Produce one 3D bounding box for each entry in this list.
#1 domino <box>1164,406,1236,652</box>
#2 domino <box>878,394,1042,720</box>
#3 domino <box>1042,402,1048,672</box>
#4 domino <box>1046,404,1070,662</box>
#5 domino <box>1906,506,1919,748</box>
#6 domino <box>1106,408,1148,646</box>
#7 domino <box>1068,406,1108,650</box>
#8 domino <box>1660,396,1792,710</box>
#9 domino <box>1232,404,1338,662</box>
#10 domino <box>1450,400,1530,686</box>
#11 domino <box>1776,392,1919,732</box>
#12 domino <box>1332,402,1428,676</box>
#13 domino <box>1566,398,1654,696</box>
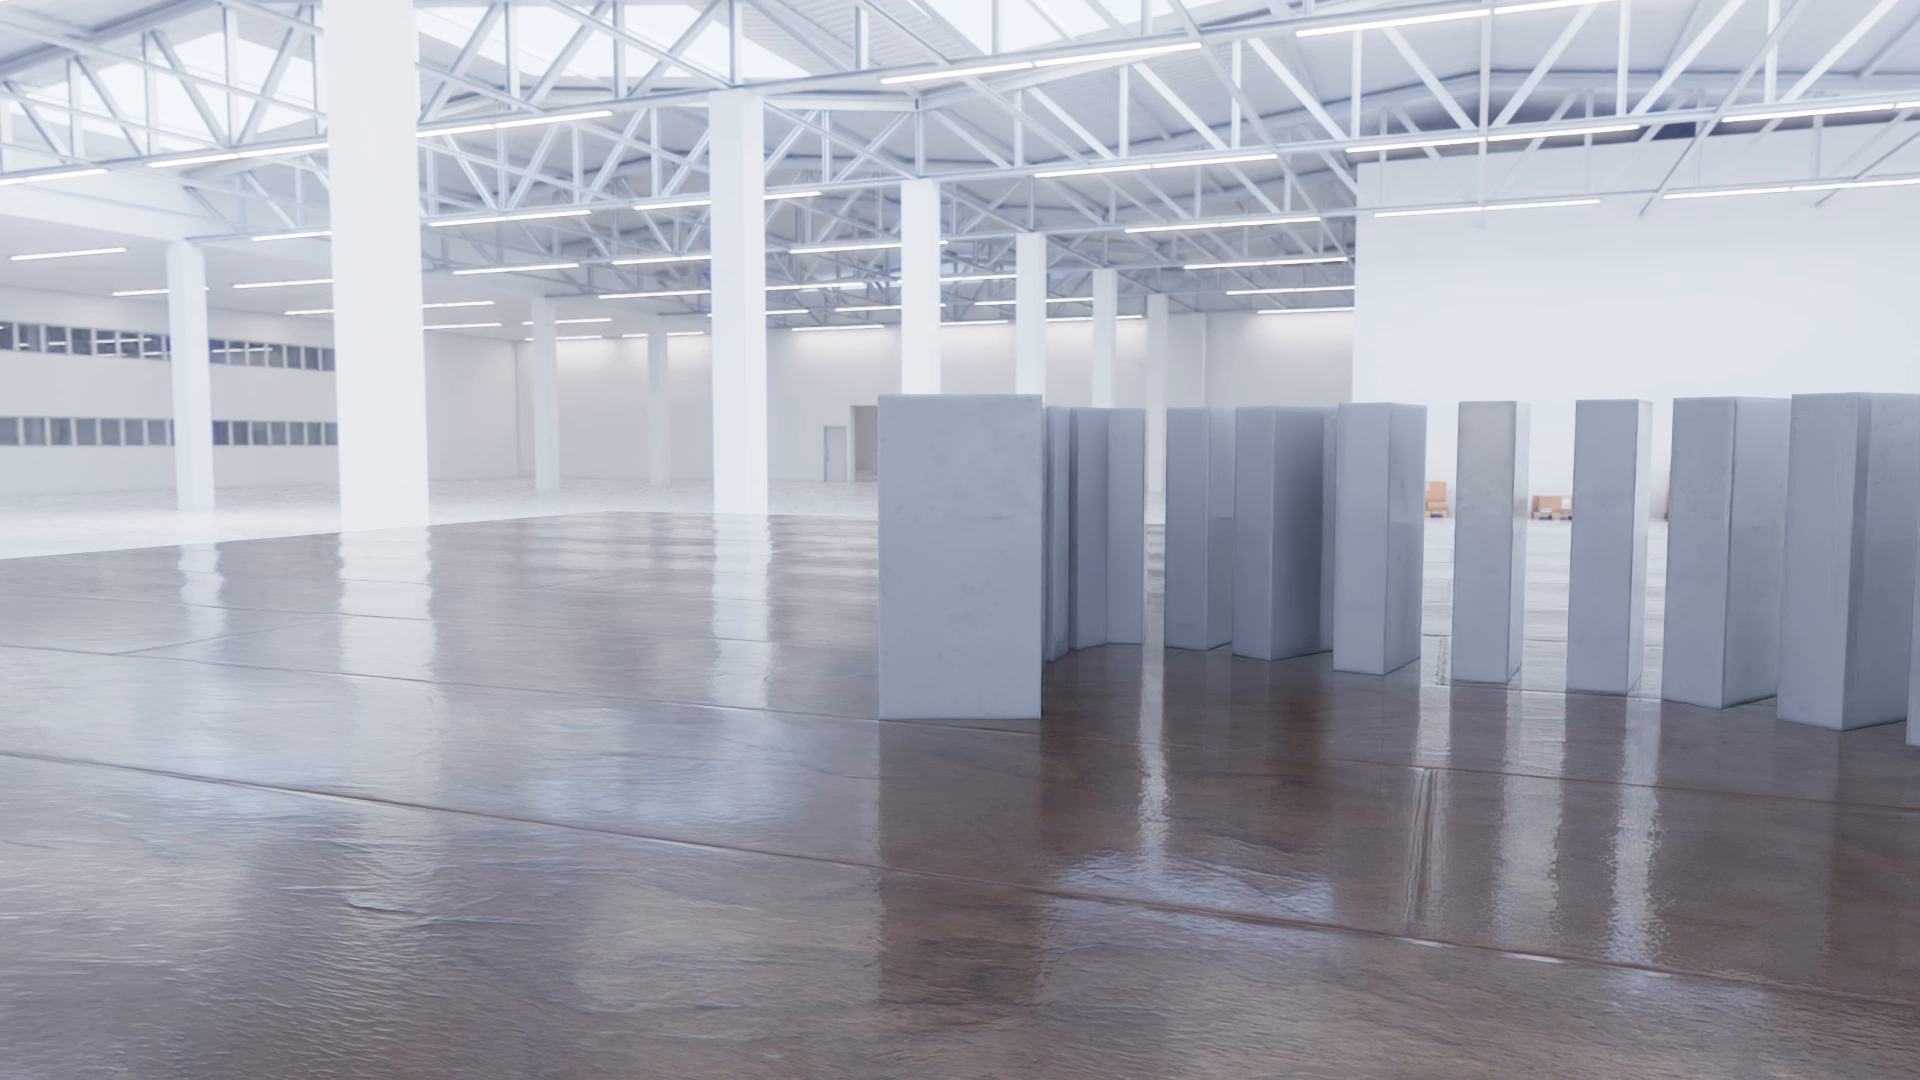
[{"bbox_3d":[0.054,-0.003,0.274,0.010,0.050,0.025,3,5,34],"label":"domino"},{"bbox_3d":[0.000,0.002,0.201,0.025,0.050,0.010,0,4,0],"label":"domino"},{"bbox_3d":[0.003,0.000,0.240,0.025,0.050,0.010,1,4,12],"label":"domino"},{"bbox_3d":[0.009,-0.002,0.259,0.025,0.050,0.010,2,5,22],"label":"domino"},{"bbox_3d":[0.147,0.004,0.180,0.025,0.050,0.009,-2,5,-20],"label":"domino"},{"bbox_3d":[0.036,-0.004,0.283,0.010,0.050,0.025,1,4,10],"label":"domino"},{"bbox_3d":[0.019,-0.003,0.275,0.025,0.050,0.009,4,6,44],"label":"domino"},{"bbox_3d":[0.130,0.001,0.215,0.025,0.050,0.010,-3,5,-34],"label":"domino"},{"bbox_3d":[0.067,-0.002,0.260,0.025,0.050,0.010,-3,5,-38],"label":"domino"},{"bbox_3d":[0.099,0.000,0.238,0.010,0.050,0.025,2,5,29],"label":"domino"},{"bbox_3d":[0.139,0.003,0.198,0.025,0.050,0.010,-2,5,-26],"label":"domino"},{"bbox_3d":[0.081,-0.001,0.246,0.009,0.050,0.025,3,5,35],"label":"domino"},{"bbox_3d":[0.116,0.000,0.229,0.010,0.050,0.025,3,5,33],"label":"domino"}]
